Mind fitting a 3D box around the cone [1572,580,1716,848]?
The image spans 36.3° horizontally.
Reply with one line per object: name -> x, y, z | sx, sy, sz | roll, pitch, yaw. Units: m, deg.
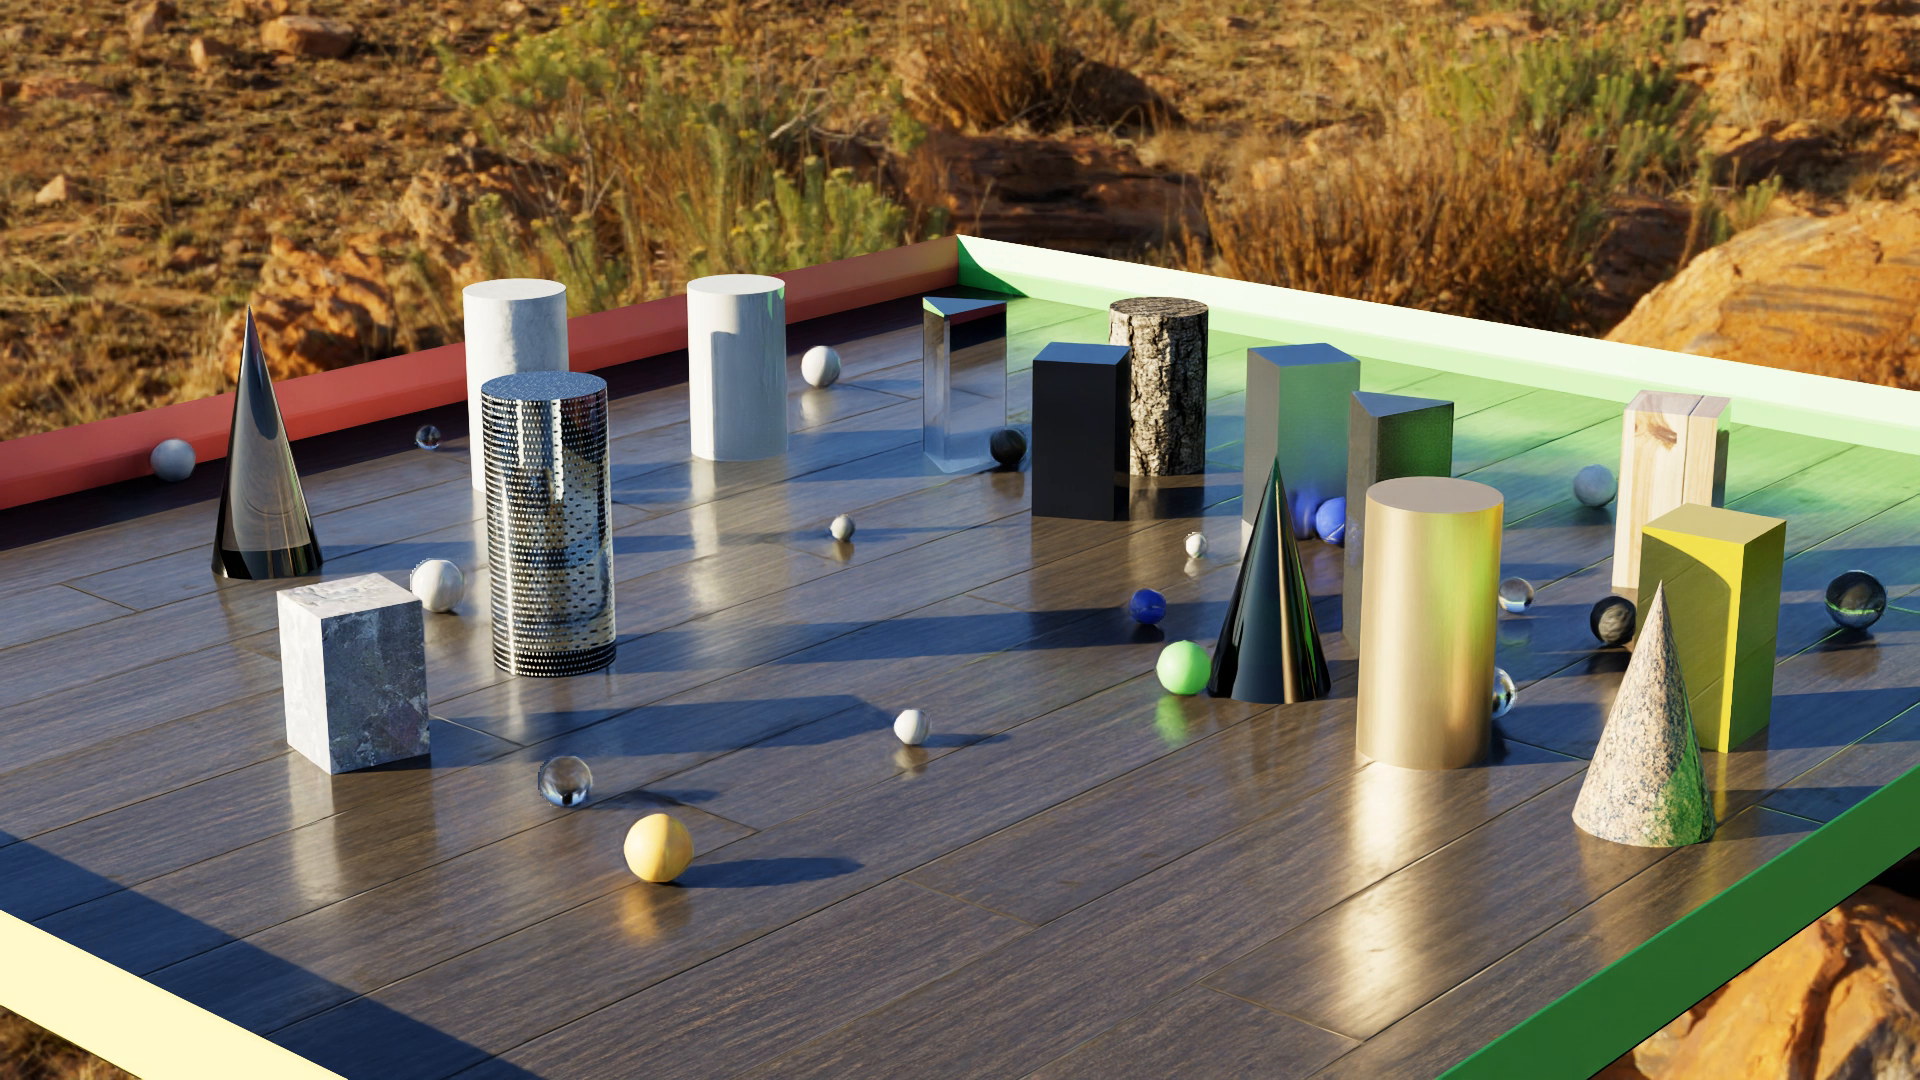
cone -> 0.967, 0.224, 4.092 | 0.200, 0.357, 0.200 | 0, 17, 0

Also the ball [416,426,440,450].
ball -> -1.102, -0.212, 6.074 | 0.049, 0.049, 0.049 | 0, 17, 0

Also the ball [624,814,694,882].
ball -> -0.403, 0.413, 3.926 | 0.091, 0.091, 0.091 | 0, 17, 0

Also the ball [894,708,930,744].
ball -> -0.071, 0.282, 4.427 | 0.054, 0.054, 0.054 | 0, 17, 0

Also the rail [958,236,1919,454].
rail -> 1.298, -0.398, 6.551 | 3.498, 0.130, 0.045 | 14, 22, 39

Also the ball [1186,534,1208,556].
ball -> 0.432, 0.010, 5.352 | 0.041, 0.041, 0.041 | 0, 17, 0

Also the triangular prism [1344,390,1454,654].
triangular prism -> 0.690, -0.029, 4.834 | 0.173, 0.415, 0.150 | -11, 20, -32

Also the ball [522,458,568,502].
ball -> -0.805, -0.116, 5.688 | 0.089, 0.089, 0.089 | 0, 17, 0

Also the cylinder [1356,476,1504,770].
cylinder -> 0.698, 0.122, 4.366 | 0.200, 0.395, 0.200 | 0, 17, 0

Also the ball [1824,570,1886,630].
ball -> 1.512, 0.101, 4.948 | 0.100, 0.100, 0.100 | 0, 17, 0

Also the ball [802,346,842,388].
ball -> -0.312, -0.388, 6.589 | 0.091, 0.091, 0.091 | 0, 17, 0

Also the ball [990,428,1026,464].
ball -> 0.098, -0.190, 5.960 | 0.074, 0.074, 0.074 | 0, 17, 0

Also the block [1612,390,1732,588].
block -> 1.259, -0.085, 5.183 | 0.160, 0.321, 0.160 | 7, 18, 22

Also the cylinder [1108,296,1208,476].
cylinder -> 0.399, -0.312, 5.930 | 0.200, 0.325, 0.200 | 0, 17, 0

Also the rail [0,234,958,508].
rail -> -1.303, -0.294, 6.203 | 0.045, 0.130, 4.007 | 14, 22, 39

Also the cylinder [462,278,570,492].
cylinder -> -0.870, -0.303, 5.782 | 0.200, 0.392, 0.200 | 0, 17, 0

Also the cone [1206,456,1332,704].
cone -> 0.494, 0.047, 4.642 | 0.200, 0.379, 0.200 | 0, 17, 0

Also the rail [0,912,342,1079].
rail -> -1.298, 0.464, 3.688 | 3.498, 0.130, 0.045 | 14, 22, 39

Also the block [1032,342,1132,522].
block -> 0.234, -0.209, 5.621 | 0.160, 0.306, 0.160 | 4, 17, 14

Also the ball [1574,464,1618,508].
ball -> 1.228, -0.105, 5.661 | 0.084, 0.084, 0.084 | 0, 17, 0

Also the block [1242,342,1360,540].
block -> 0.637, -0.184, 5.488 | 0.160, 0.334, 0.160 | -5, 17, -16

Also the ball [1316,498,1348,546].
ball -> 0.701, -0.034, 5.414 | 0.089, 0.089, 0.089 | 0, 17, 0

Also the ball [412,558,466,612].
ball -> -0.896, 0.078, 5.038 | 0.091, 0.091, 0.091 | 0, 17, 0

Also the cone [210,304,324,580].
cone -> -1.256, -0.189, 5.247 | 0.200, 0.482, 0.200 | 0, 17, 0

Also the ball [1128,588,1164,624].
ball -> 0.317, 0.112, 4.978 | 0.061, 0.061, 0.061 | 0, 17, 0

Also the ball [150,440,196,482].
ball -> -1.566, -0.158, 5.830 | 0.086, 0.086, 0.086 | 0, 17, 0

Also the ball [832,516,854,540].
ball -> -0.218, -0.022, 5.453 | 0.044, 0.044, 0.044 | 0, 17, 0

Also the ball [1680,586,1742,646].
ball -> 1.245, 0.127, 4.865 | 0.098, 0.098, 0.098 | 0, 17, 0

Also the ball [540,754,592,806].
ball -> -0.562, 0.344, 4.187 | 0.074, 0.074, 0.074 | 0, 17, 0

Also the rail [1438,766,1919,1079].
rail -> 1.303, 0.359, 4.037 | 0.045, 0.130, 4.007 | 14, 22, 39

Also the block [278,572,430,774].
block -> -0.905, 0.198, 4.381 | 0.160, 0.242, 0.160 | -11, 20, -33

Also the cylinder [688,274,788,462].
cylinder -> -0.457, -0.355, 6.033 | 0.200, 0.348, 0.200 | 0, 17, 0

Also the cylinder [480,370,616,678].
cylinder -> -0.664, -0.027, 4.748 | 0.200, 0.460, 0.200 | 0, 17, 0

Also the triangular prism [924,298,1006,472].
triangular prism -> -0.019, -0.324, 5.968 | 0.150, 0.325, 0.173 | 16, 23, 42

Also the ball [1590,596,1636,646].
ball -> 1.087, 0.134, 4.867 | 0.082, 0.082, 0.082 | 0, 17, 0

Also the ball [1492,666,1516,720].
ball -> 0.816, 0.236, 4.526 | 0.084, 0.084, 0.084 | 0, 17, 0

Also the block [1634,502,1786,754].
block -> 1.135, 0.131, 4.455 | 0.160, 0.327, 0.160 | 12, 21, 35

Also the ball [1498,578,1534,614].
ball -> 0.954, 0.095, 5.035 | 0.061, 0.061, 0.061 | 0, 17, 0

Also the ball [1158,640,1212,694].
ball -> 0.355, 0.202, 4.636 | 0.086, 0.086, 0.086 | 0, 17, 0
